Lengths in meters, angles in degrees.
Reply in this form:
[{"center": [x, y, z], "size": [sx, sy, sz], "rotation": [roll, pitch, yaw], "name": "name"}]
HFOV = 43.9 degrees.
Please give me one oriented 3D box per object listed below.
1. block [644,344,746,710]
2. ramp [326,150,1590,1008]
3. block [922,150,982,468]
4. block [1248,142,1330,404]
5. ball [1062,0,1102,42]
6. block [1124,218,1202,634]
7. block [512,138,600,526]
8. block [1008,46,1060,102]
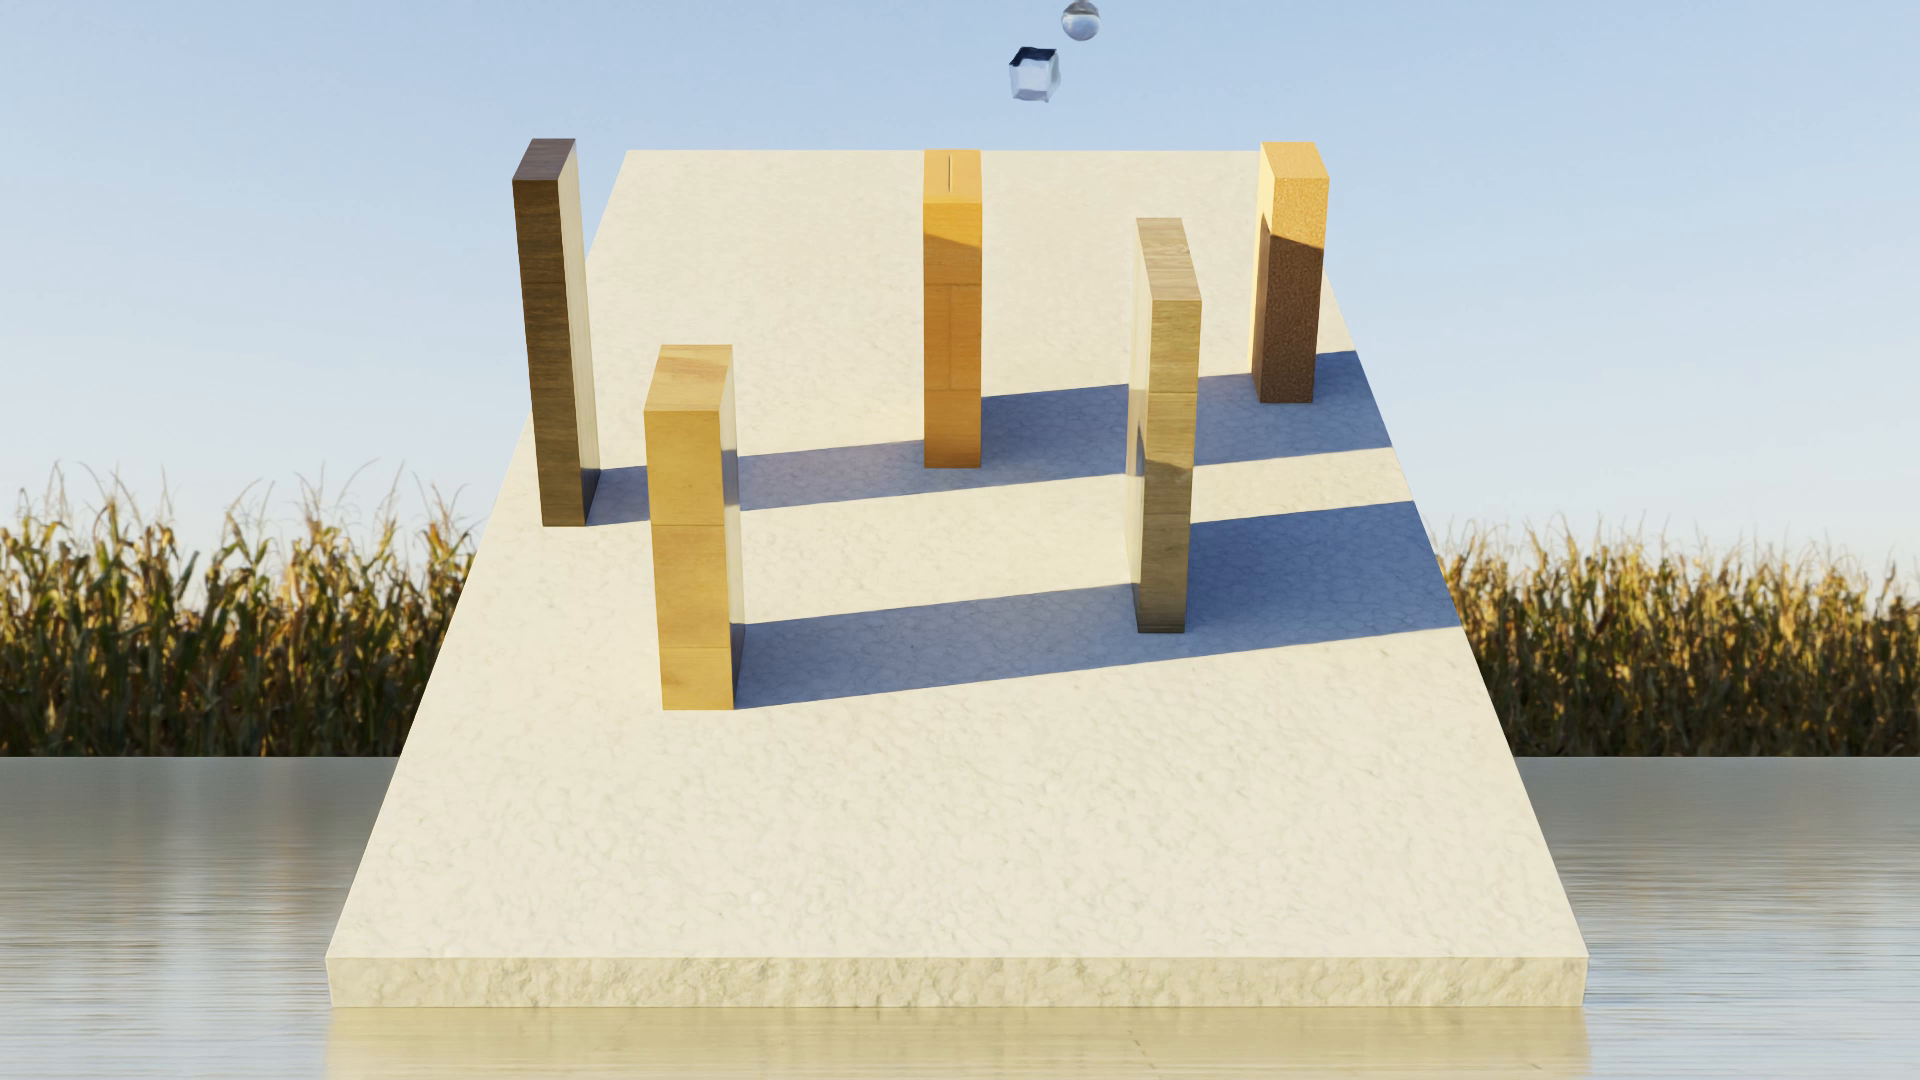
[{"center": [-0.486, -0.022, 4.406], "size": [0.131, 0.610, 0.295], "rotation": [0, 28, 0], "name": "block"}, {"center": [-0.011, -0.224, 5.560], "size": [2.000, 0.100, 4.000], "rotation": [0, 28, 0], "name": "ramp"}, {"center": [-0.017, -0.520, 5.346], "size": [0.126, 0.623, 0.361], "rotation": [0, 28, 0], "name": "block"}, {"center": [0.774, -0.633, 5.635], "size": [0.125, 0.559, 0.260], "rotation": [0, 28, 0], "name": "block"}, {"center": [0.356, -1.521, 6.973], "size": [0.118, 0.118, 0.118], "rotation": [0, -5, 0], "name": "ball"}, {"center": [0.395, -0.230, 4.709], "size": [0.091, 0.701, 0.441], "rotation": [0, 28, 0], "name": "block"}, {"center": [-0.844, -0.431, 5.009], "size": [0.091, 0.774, 0.261], "rotation": [0, 28, 0], "name": "block"}, {"center": [0.230, -1.430, 7.310], "size": [0.117, 0.117, 0.117], "rotation": [9, 43, 21], "name": "block"}]
